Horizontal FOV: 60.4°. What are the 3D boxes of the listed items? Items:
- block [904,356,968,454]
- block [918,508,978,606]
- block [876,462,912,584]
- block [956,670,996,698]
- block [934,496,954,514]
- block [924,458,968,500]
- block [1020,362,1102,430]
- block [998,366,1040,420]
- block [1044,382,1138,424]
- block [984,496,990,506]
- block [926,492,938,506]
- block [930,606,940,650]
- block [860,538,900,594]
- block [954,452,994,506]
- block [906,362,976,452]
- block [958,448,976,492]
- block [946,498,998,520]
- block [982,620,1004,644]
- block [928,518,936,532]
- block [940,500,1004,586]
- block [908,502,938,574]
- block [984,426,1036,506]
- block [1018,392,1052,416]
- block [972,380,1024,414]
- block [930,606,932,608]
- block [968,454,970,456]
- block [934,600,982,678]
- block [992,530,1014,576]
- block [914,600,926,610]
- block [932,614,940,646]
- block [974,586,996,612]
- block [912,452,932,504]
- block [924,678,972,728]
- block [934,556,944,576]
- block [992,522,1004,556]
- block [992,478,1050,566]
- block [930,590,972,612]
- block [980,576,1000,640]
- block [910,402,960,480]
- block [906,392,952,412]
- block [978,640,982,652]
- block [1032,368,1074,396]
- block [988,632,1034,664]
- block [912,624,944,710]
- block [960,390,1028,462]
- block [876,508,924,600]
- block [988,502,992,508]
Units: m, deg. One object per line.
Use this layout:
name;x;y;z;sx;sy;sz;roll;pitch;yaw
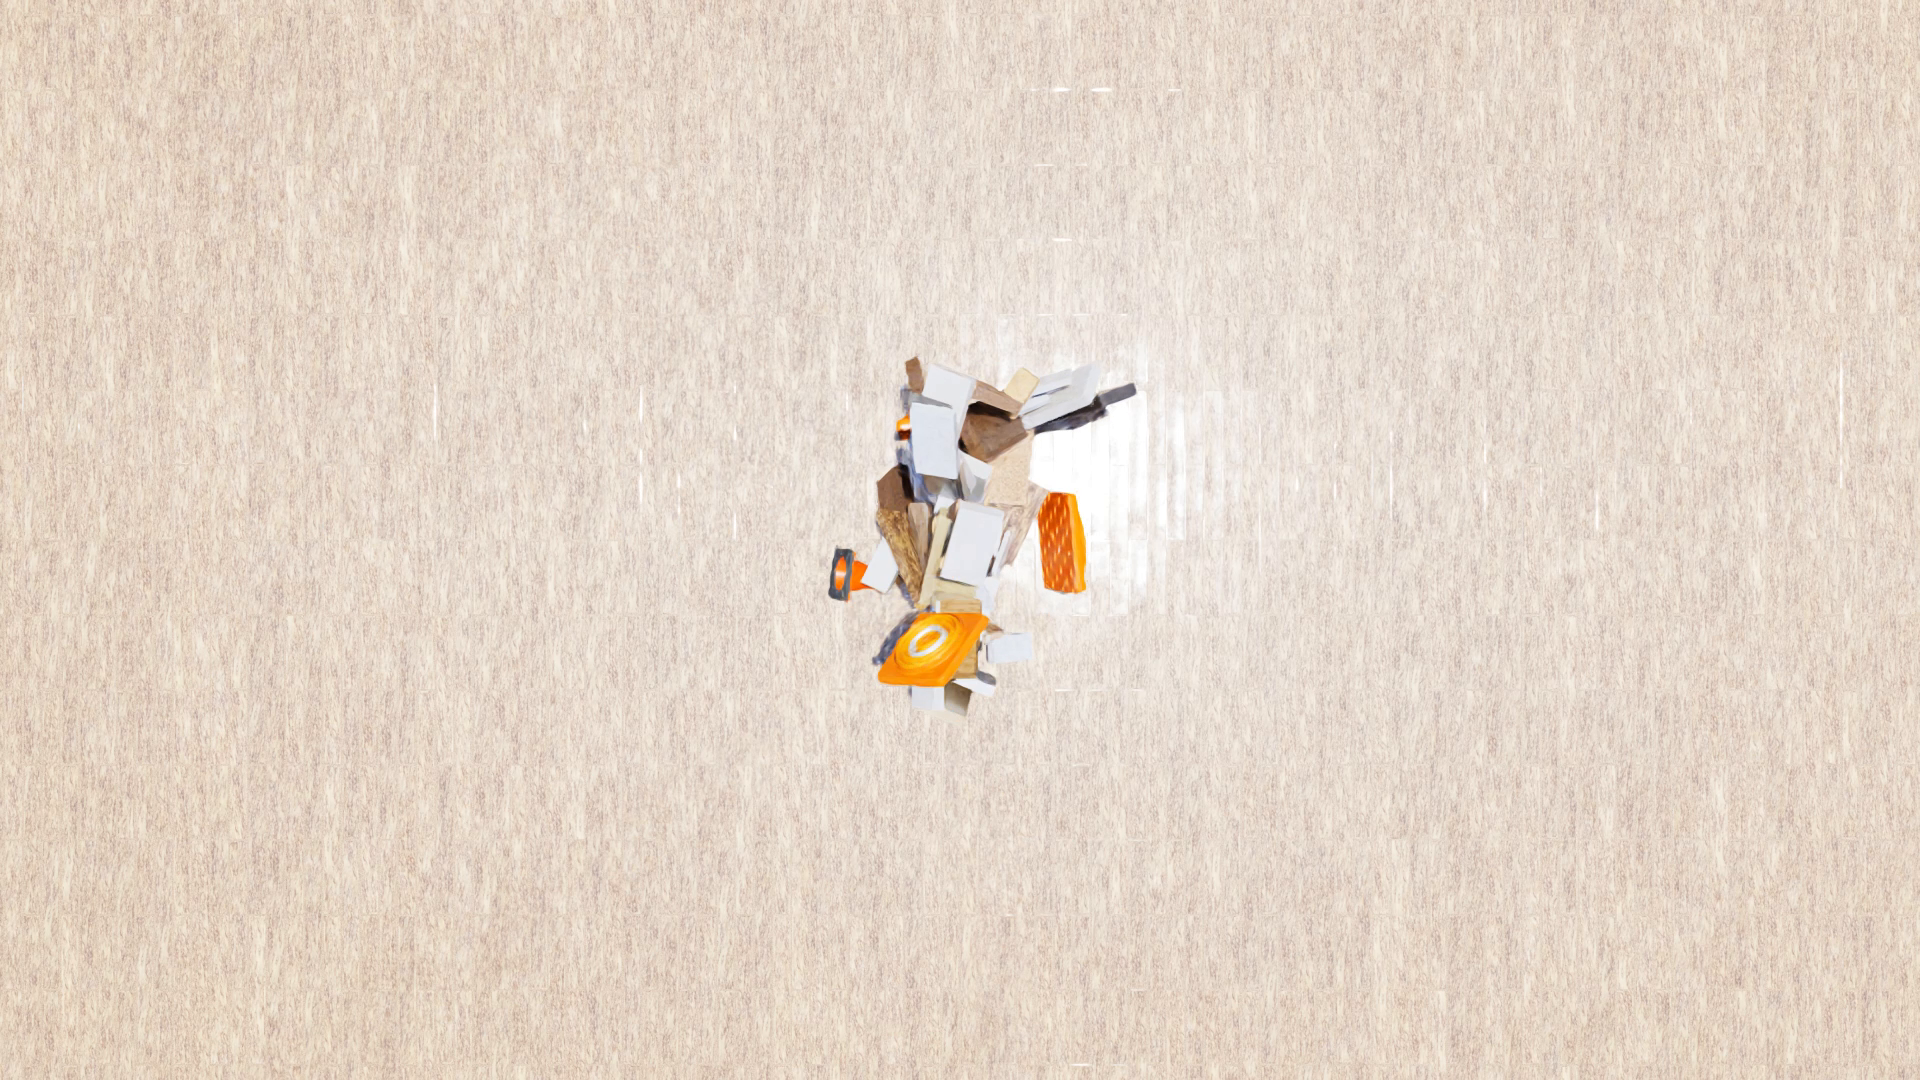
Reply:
block;-0.067;-0.383;4.997;0.046;0.162;0.325;-26;122;8
block;-0.013;0.058;4.645;0.153;0.043;0.307;10;123;-6
block;-0.194;-0.054;5.258;0.120;0.034;0.393;-39;47;36
block;0.052;0.454;5.367;0.127;0.254;0.036;23;94;1
block;-0.039;-0.116;4.724;0.048;0.014;0.095;19;115;1
block;-0.042;-0.173;4.501;0.112;0.398;0.032;17;80;6
block;0.295;-0.435;5.020;0.040;0.285;0.143;43;48;-28
block;0.169;-0.434;4.870;0.072;0.020;0.143;40;110;19
block;0.322;-0.410;5.207;0.143;0.597;0.040;-22;97;-31
block;0.066;-0.086;5.134;0.016;0.055;0.110;9;100;-17
block;-0.056;-0.108;4.866;0.048;0.095;0.014;10;62;33
block;-0.029;0.235;4.842;0.111;0.222;0.031;-5;48;-7
block;-0.224;0.069;5.087;0.090;0.026;0.180;25;83;15
block;0.000;-0.172;4.863;0.162;0.325;0.046;26;71;5
block;-0.050;-0.338;4.432;0.124;0.035;0.248;24;113;17
block;-0.035;-0.217;4.611;0.124;0.248;0.035;27;78;19
block;0.034;-0.069;4.409;0.116;0.231;0.033;14;84;-5
block;0.055;0.283;5.407;0.088;0.175;0.025;-17;120;-32
block;-0.010;-0.039;4.777;0.153;0.307;0.043;3;90;-4
block;0.031;0.011;4.316;0.116;0.033;0.231;13;126;-5
block;-0.052;0.011;4.924;0.153;0.403;0.043;4;120;-13
block;0.150;-0.257;5.170;0.143;0.040;0.285;7;94;-2
block;0.196;-0.420;4.954;0.143;0.020;0.072;-25;64;-30
block;0.057;-0.420;4.640;0.124;0.461;0.035;32;98;16
block;-0.059;0.141;5.087;0.037;0.131;0.261;1;73;-16
block;-0.020;-0.160;5.184;0.037;0.131;0.261;13;122;-24
block;-0.004;0.262;4.384;0.108;0.031;0.217;-2;59;12
block;0.134;0.041;5.186;0.016;0.055;0.144;20;89;15
block;-0.124;0.117;5.055;0.090;0.026;0.180;-40;53;23
block;-0.014;0.281;4.569;0.108;0.410;0.031;-12;107;1
block;0.011;0.175;4.973;0.180;0.090;0.026;1;130;-29
block;-0.087;-0.204;5.057;0.120;0.240;0.034;27;54;23
block;-0.032;0.495;5.273;0.127;0.454;0.036;25;101;0
block;-0.005;0.081;4.511;0.116;0.231;0.033;12;84;-4
block;0.100;-0.008;5.195;0.055;0.016;0.110;10;91;-15
block;0.161;-0.069;5.234;0.136;0.039;0.273;27;87;-14
block;-0.019;0.176;4.574;0.108;0.217;0.031;7;95;-5
block;0.009;0.249;5.218;0.151;0.043;0.302;18;86;1
block;-0.063;-0.252;4.213;0.112;0.224;0.032;10;50;11
block;-0.075;-0.329;4.284;0.112;0.224;0.032;19;84;3
block;-0.003;0.245;5.367;0.151;0.302;0.043;0;128;0
block;0.264;-0.468;4.905;0.143;0.072;0.020;-16;116;16
block;0.167;0.356;5.433;0.175;0.025;0.088;-4;90;-41
block;-0.094;0.384;5.002;0.036;0.127;0.254;3;88;-30
block;0.091;-0.339;4.897;0.046;0.331;0.162;-24;94;28
block;-0.146;0.047;4.960;0.111;0.444;0.031;12;119;-26
block;0.038;-0.084;5.358;0.136;0.273;0.039;-2;119;-14
